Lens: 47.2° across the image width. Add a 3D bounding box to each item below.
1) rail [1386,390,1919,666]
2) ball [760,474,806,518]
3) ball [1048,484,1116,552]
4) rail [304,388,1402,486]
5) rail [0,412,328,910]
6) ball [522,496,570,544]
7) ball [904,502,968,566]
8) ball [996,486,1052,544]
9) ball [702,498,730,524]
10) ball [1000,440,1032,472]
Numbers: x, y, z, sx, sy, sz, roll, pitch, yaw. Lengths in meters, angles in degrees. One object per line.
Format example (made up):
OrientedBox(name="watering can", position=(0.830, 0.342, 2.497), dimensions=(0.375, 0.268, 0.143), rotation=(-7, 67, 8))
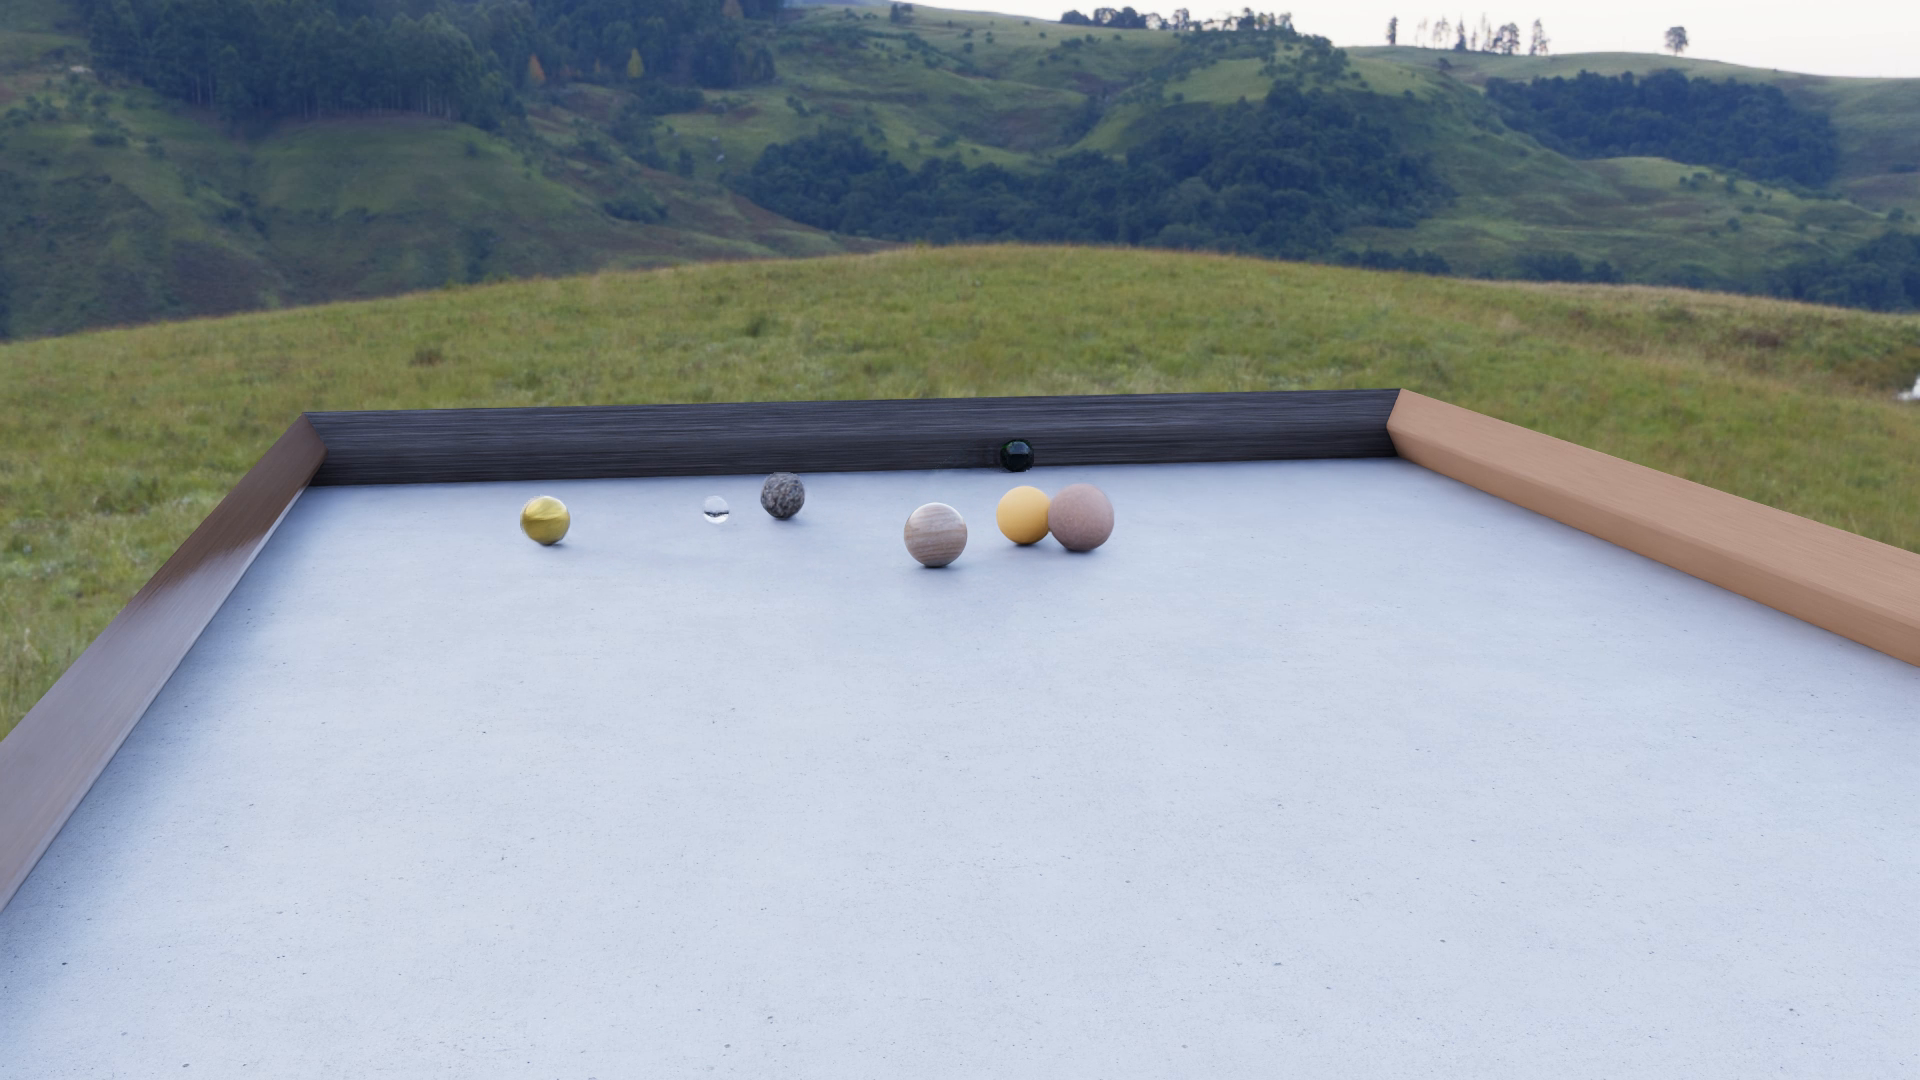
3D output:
OrientedBox(name="rail", position=(1.127, 0.108, 2.453), dimensions=(0.045, 0.130, 3.594), rotation=(-2, 11, -10))
OrientedBox(name="ball", position=(-0.286, -0.071, 3.548), dimensions=(0.072, 0.072, 0.072), rotation=(0, 11, 0))
OrientedBox(name="ball", position=(0.181, -0.033, 3.275), dimensions=(0.100, 0.100, 0.100), rotation=(0, 11, 0))
OrientedBox(name="rail", position=(-0.150, -0.188, 4.003), dimensions=(2.021, 0.130, 0.045), rotation=(-2, 11, -10))
OrientedBox(name="rail", position=(-0.818, 0.171, 2.120), dimensions=(0.045, 0.130, 3.594), rotation=(-2, 11, -10))
OrientedBox(name="ball", position=(-0.627, -0.030, 3.332), dimensions=(0.072, 0.072, 0.072), rotation=(0, 11, 0))
OrientedBox(name="ball", position=(-0.035, -0.007, 3.163), dimensions=(0.092, 0.092, 0.092), rotation=(0, 11, 0))
OrientedBox(name="ball", position=(0.099, -0.037, 3.328), dimensions=(0.089, 0.089, 0.089), rotation=(0, 11, 0))
OrientedBox(name="ball", position=(-0.389, -0.047, 3.503), dimensions=(0.042, 0.042, 0.042), rotation=(0, 11, 0))
OrientedBox(name="ball", position=(0.103, -0.154, 4.016), dimensions=(0.060, 0.060, 0.060), rotation=(0, 11, 0))
